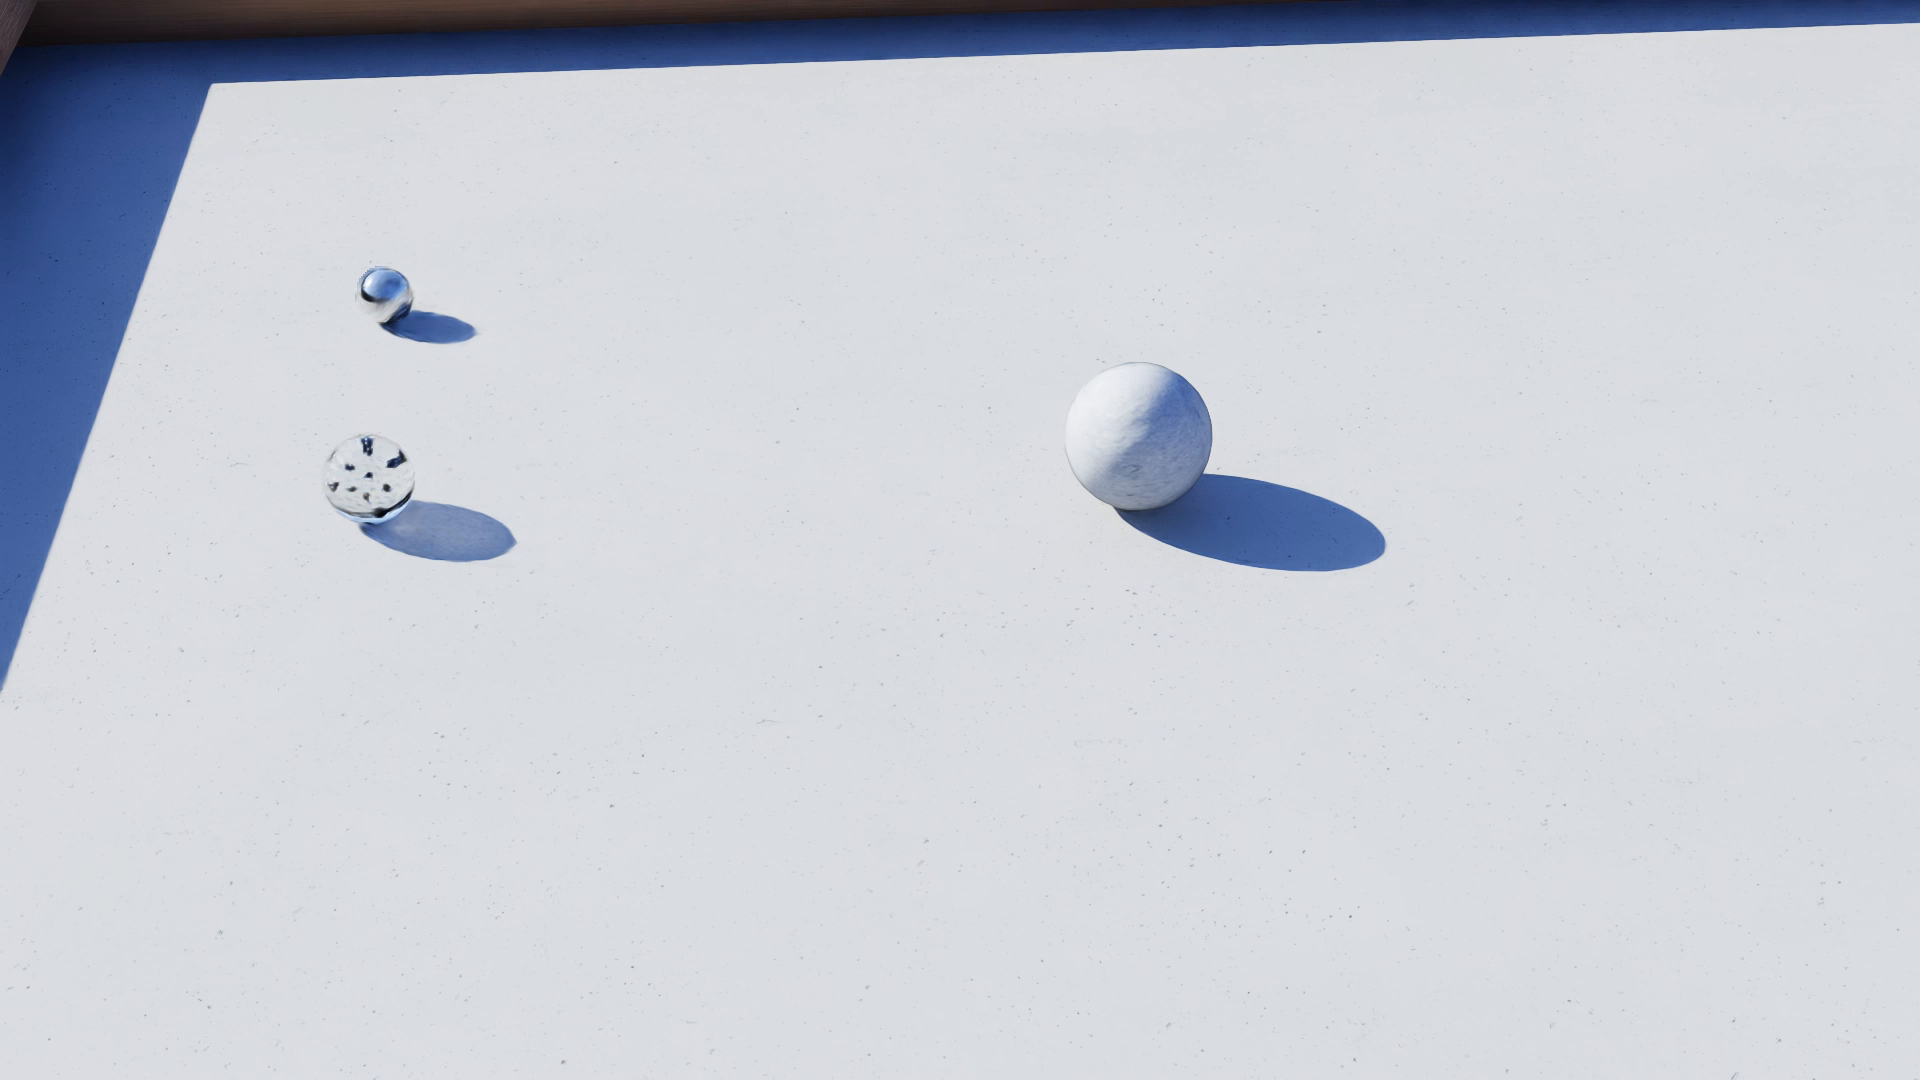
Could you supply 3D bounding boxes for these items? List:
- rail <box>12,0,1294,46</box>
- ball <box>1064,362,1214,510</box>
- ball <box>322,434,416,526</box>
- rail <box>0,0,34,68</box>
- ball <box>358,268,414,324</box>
[{"bbox_3d":[0.721,-0.563,2.370,3.168,0.130,0.045,-3,36,-4],"label":"rail"},{"bbox_3d":[0.119,-0.069,1.720,0.100,0.100,0.100,0,36,0],"label":"ball"},{"bbox_3d":[-0.395,-0.040,1.714,0.061,0.061,0.061,0,36,0],"label":"ball"},{"bbox_3d":[-0.766,0.008,1.587,0.045,0.130,1.738,-3,36,-4],"label":"rail"},{"bbox_3d":[-0.431,-0.184,1.926,0.042,0.042,0.042,0,36,0],"label":"ball"}]
